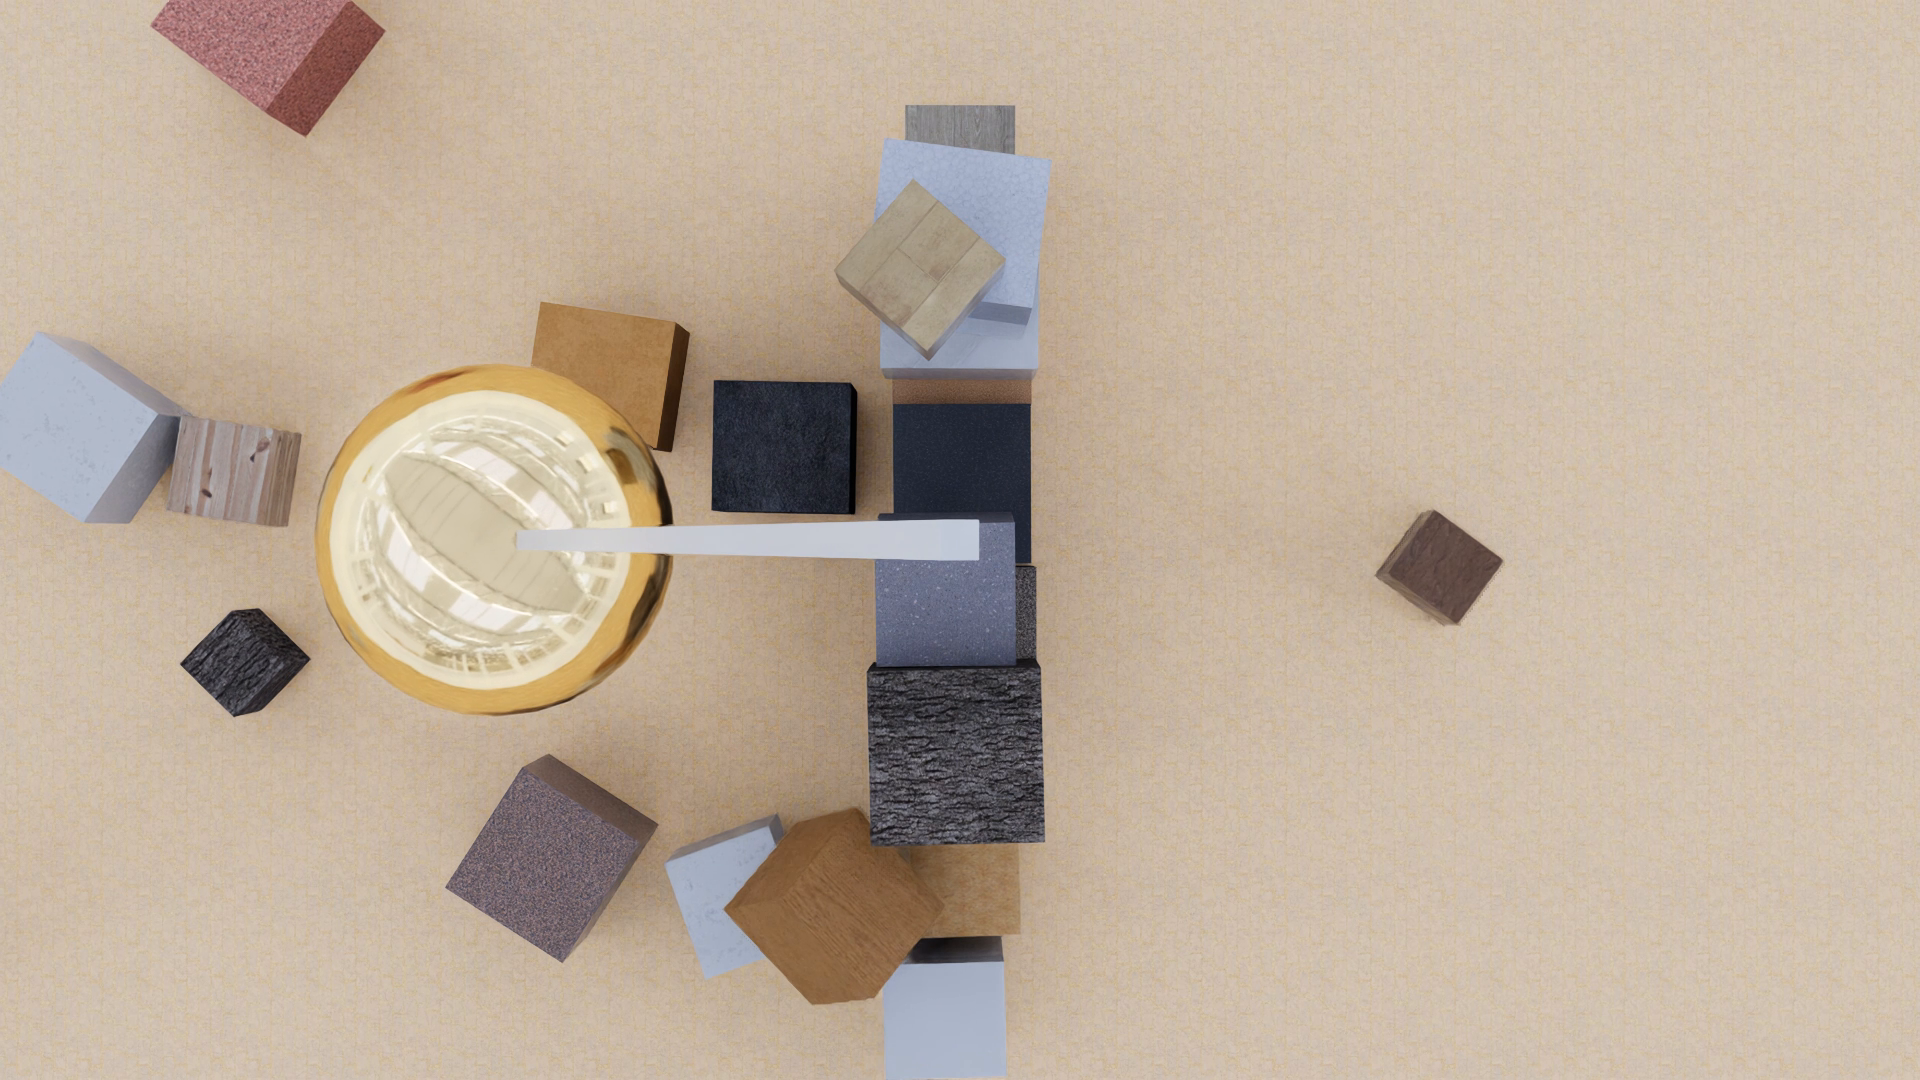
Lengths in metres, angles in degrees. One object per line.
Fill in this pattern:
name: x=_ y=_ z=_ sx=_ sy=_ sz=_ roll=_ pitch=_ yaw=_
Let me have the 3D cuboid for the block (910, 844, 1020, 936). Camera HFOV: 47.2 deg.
block: x=0.029 y=1.948 z=12.701 sx=0.617 sy=0.598 sz=0.566 roll=-1 pitch=90 yaw=0

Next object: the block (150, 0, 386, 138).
block: x=-3.949 y=-2.933 z=12.611 sx=0.796 sy=0.778 sz=0.789 roll=37 pitch=90 yaw=0

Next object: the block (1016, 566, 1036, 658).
block: x=0.007 y=0.517 z=12.623 sx=0.838 sy=0.754 sz=0.731 roll=0 pitch=90 yaw=0

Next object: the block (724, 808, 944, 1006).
block: x=-0.694 y=2.027 z=12.112 sx=0.757 sy=0.684 sz=0.685 roll=49 pitch=56 yaw=-12

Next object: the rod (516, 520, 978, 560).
rod: x=-0.907 y=0.000 z=6.766 sx=0.080 sy=5.200 sz=0.080 roll=0 pitch=90 yaw=-20

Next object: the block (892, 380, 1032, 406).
block: x=0.011 y=-1.153 z=12.639 sx=0.778 sy=0.722 sz=0.790 roll=0 pitch=90 yaw=0

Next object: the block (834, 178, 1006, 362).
block: x=-0.182 y=-1.253 z=10.303 sx=0.562 sy=0.596 sz=0.552 roll=41 pitch=90 yaw=0

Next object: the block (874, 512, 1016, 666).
block: x=-0.076 y=0.253 z=11.836 sx=0.731 sy=0.750 sz=0.748 roll=-1 pitch=95 yaw=0

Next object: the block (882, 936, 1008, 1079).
block: x=-0.085 y=2.669 z=12.604 sx=0.675 sy=0.791 sz=0.637 roll=-2 pitch=90 yaw=0

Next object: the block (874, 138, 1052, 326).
block: x=-0.008 y=-1.529 z=11.032 sx=0.814 sy=0.861 sz=0.721 roll=7 pitch=90 yaw=0

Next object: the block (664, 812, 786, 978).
block: x=-1.256 y=2.043 z=12.695 sx=0.627 sy=0.609 sz=0.695 roll=-20 pitch=90 yaw=0

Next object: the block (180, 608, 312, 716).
block: x=-4.138 y=0.705 z=12.753 sx=0.434 sy=0.493 sz=0.424 roll=44 pitch=90 yaw=0

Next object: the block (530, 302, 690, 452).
block: x=-2.029 y=-0.928 z=12.670 sx=0.767 sy=0.659 sz=0.716 roll=9 pitch=90 yaw=0

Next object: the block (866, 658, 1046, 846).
block: x=-0.021 y=1.110 z=11.685 sx=0.892 sy=0.881 sz=0.896 roll=-1 pitch=90 yaw=0

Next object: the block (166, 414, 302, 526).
block: x=-4.208 y=-0.398 z=12.772 sx=0.559 sy=0.457 sz=0.554 roll=9 pitch=90 yaw=0

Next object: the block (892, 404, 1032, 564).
block: x=0.012 y=-0.313 z=12.601 sx=0.765 sy=0.798 sz=0.886 roll=0 pitch=90 yaw=0

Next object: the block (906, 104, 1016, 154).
block: x=0.000 y=-2.017 z=12.027 sx=0.585 sy=0.662 sz=0.592 roll=0 pitch=90 yaw=0

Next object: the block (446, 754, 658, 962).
block: x=-2.320 y=1.807 z=12.607 sx=0.778 sy=0.785 sz=0.796 roll=33 pitch=90 yaw=0

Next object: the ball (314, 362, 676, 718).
ball: x=-2.093 y=0.000 z=9.953 sx=1.600 sy=1.600 sz=1.600 roll=0 pitch=90 yaw=0

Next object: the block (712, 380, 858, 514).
block: x=-0.996 y=-0.520 z=12.620 sx=0.765 sy=0.761 sz=0.726 roll=1 pitch=90 yaw=0

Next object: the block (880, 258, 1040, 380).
block: x=-0.001 y=-1.303 z=11.870 sx=0.824 sy=0.815 sz=0.816 roll=0 pitch=90 yaw=0

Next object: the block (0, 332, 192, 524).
block: x=-5.037 y=-0.633 z=12.655 sx=0.818 sy=0.690 sz=0.743 roll=35 pitch=90 yaw=0

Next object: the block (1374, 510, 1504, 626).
block: x=2.777 y=0.164 z=12.770 sx=0.493 sy=0.414 sz=0.455 roll=37 pitch=88 yaw=2
